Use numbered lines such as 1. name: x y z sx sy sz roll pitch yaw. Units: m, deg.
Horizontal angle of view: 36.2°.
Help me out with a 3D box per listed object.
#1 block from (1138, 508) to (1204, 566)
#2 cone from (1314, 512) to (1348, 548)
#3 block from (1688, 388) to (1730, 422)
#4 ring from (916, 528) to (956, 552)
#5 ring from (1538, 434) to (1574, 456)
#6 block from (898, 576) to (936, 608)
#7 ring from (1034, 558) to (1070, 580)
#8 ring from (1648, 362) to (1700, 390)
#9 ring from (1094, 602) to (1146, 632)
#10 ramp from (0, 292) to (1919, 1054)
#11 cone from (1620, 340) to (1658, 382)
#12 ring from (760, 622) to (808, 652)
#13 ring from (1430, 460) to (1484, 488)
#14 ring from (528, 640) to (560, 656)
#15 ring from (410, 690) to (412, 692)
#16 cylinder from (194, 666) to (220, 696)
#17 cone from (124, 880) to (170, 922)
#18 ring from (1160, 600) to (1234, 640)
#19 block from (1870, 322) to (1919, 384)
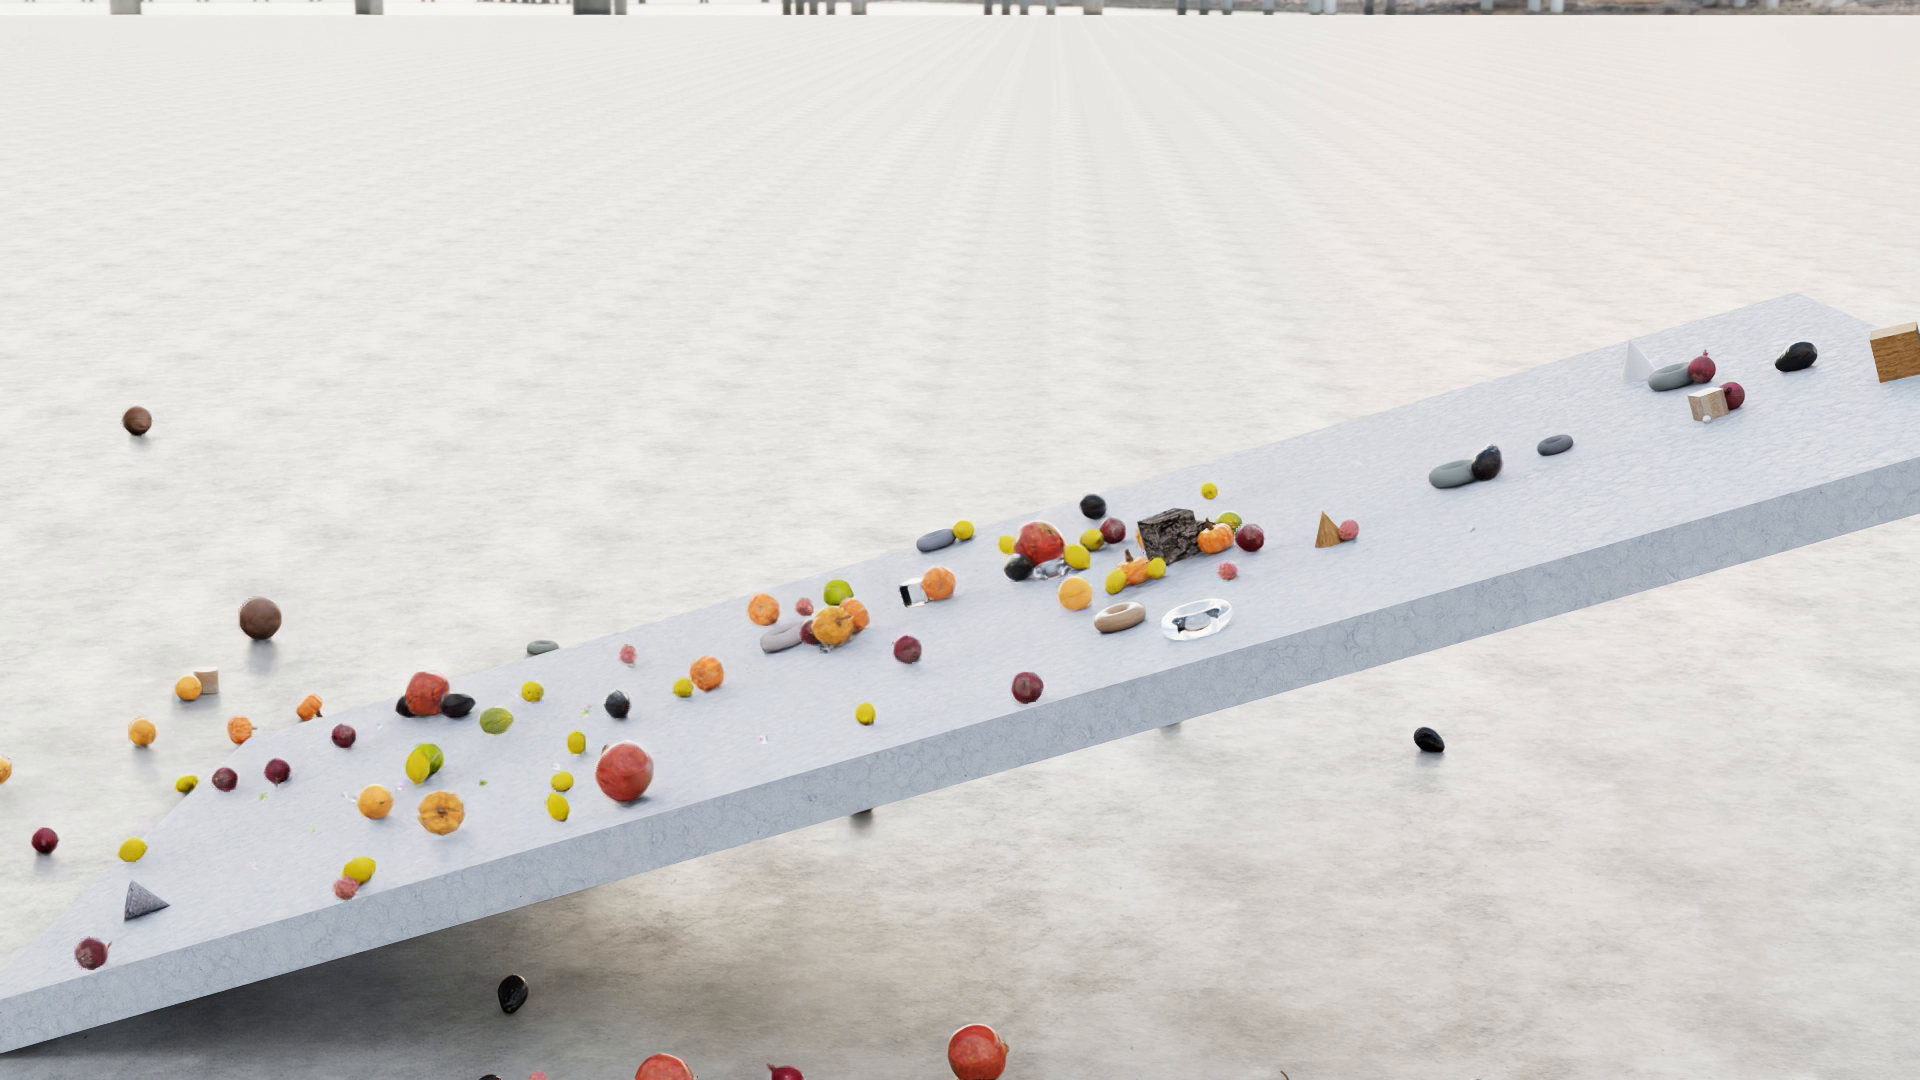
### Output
1. block: 0.446 -0.008 6.231 0.092 0.092 0.092 -20 10 -19
2. cone: 0.738 -0.027 5.919 0.068 0.068 0.068 -16 10 3
3. block: 1.529 -0.277 6.011 0.054 0.054 0.054 -19 10 -11
4. ring: -0.058 0.000 7.201 0.103 0.034 0.103 -17 9 3
5. ring: 1.242 -0.198 6.139 0.077 0.026 0.077 -19 13 4
6. block: -0.095 0.116 6.574 0.052 0.052 0.052 -10 12 34
7. ring: 0.201 0.064 6.433 0.087 0.029 0.087 -17 11 3
8. ring: 1.565 -0.358 6.444 0.115 0.038 0.115 -18 10 3
9. ring: 0.313 0.151 5.751 0.106 0.035 0.106 -16 11 3
10. ramp: 0.092 0.186 6.318 4.000 0.100 2.000 -16 10 5
11. cone: 1.527 -0.413 6.657 0.090 0.090 0.090 -16 10 3
12. ring: -0.393 0.217 6.562 0.112 0.037 0.112 -18 13 4
13. ring: 1.034 -0.138 6.127 0.114 0.038 0.114 -15 9 3
14. ring: -1.251 0.323 8.824 0.097 0.032 0.097 1 12 0
15. ring: -1.516 0.436 8.252 0.075 0.025 0.075 -1 11 0
16. cylinder: -2.134 0.399 8.332 0.068 0.068 0.068 0 11 0
17. cone: -1.606 0.719 5.830 0.083 0.083 0.083 9 10 -9
18. ring: 0.444 0.149 5.508 0.143 0.048 0.143 -15 10 3
19. block: 1.873 -0.375 5.871 0.090 0.090 0.090 -13 11 22
